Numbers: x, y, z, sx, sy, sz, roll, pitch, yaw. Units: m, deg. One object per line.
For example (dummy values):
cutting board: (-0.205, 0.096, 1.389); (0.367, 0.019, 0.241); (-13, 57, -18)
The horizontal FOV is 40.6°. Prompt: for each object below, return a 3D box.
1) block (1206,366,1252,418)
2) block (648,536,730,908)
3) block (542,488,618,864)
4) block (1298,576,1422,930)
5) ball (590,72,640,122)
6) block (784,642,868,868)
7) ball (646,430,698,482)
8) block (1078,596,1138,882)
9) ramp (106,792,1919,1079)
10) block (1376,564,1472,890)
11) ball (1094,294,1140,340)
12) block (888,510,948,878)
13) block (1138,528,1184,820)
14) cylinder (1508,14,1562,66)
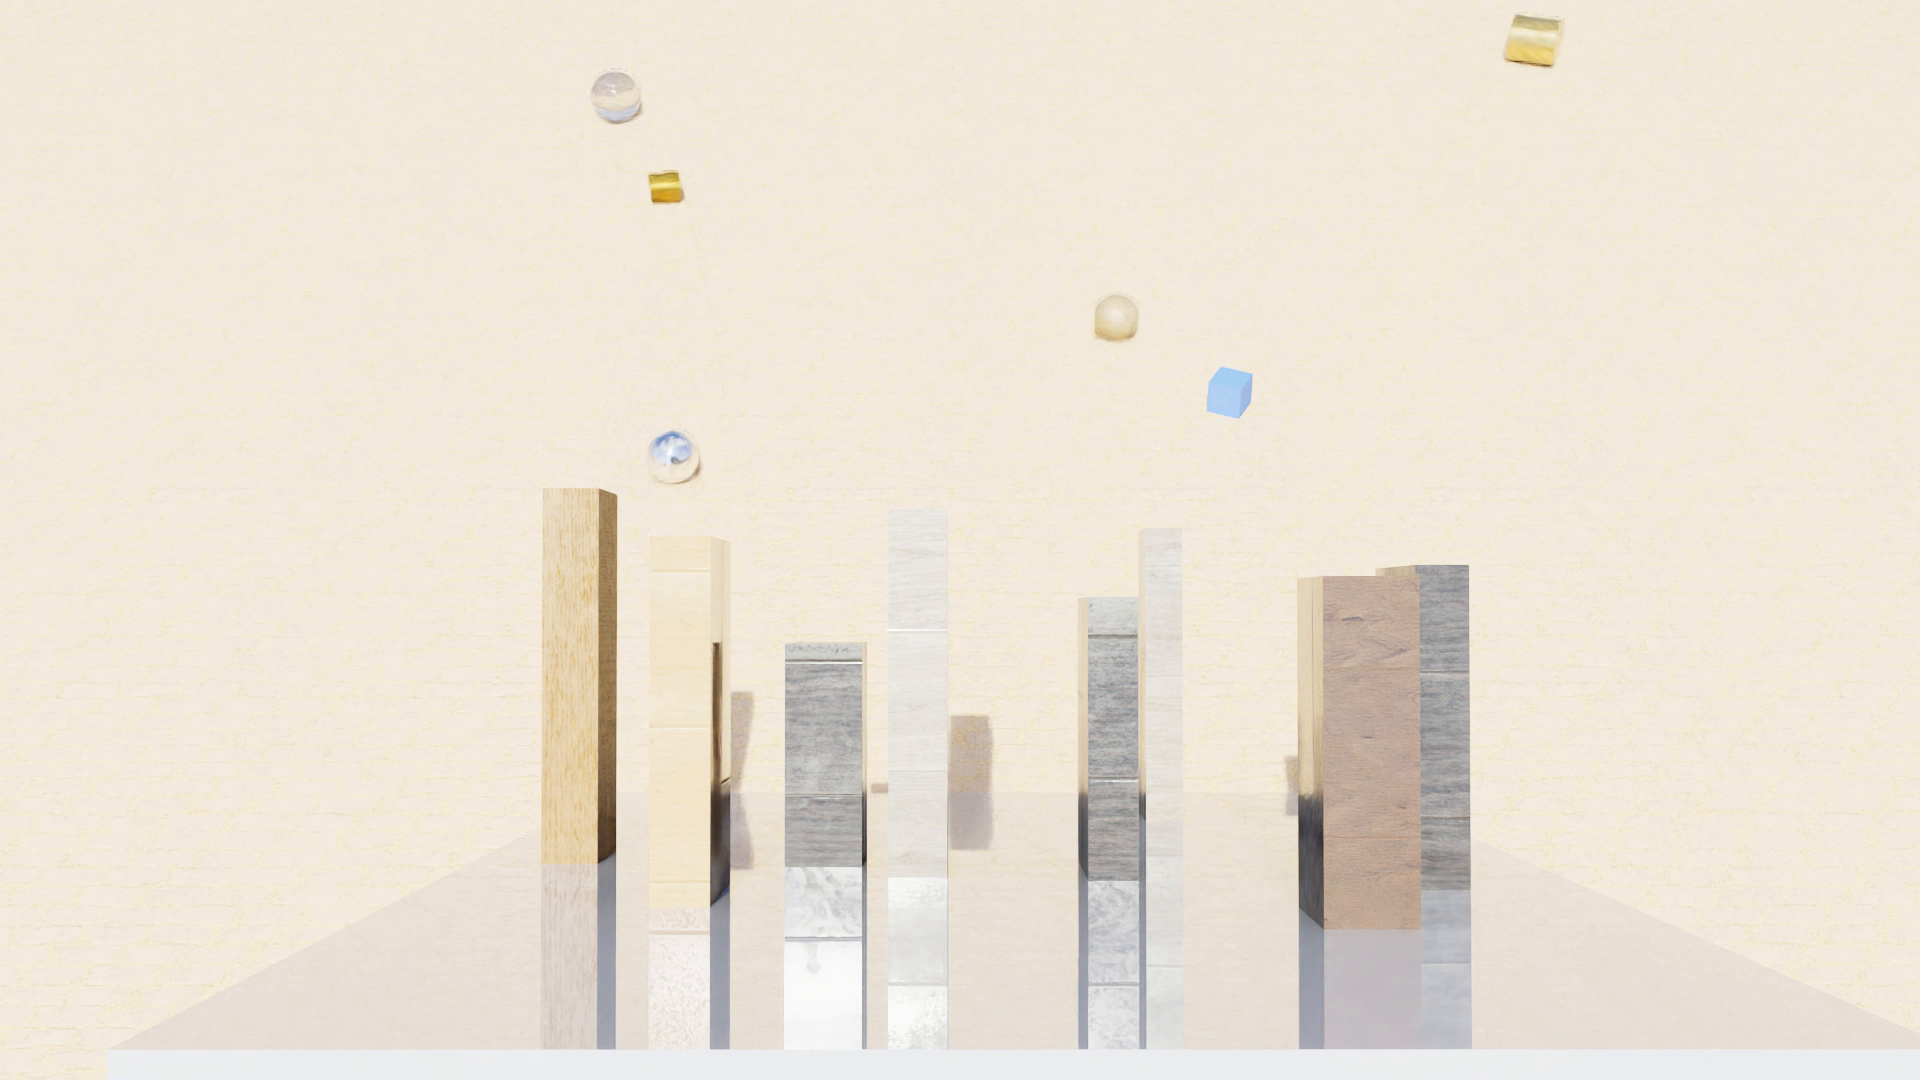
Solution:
block: (0.886, -0.484, 8.528); (0.112, 0.112, 0.112); (15, 37, 21)
block: (-0.450, 0.296, 4.359); (0.098, 0.596, 0.371); (0, -2, 0)
block: (-0.734, 0.259, 5.023); (0.106, 0.707, 0.271); (0, -2, 0)
block: (0.615, 0.321, 4.025); (0.145, 0.528, 0.293); (0, -2, 0)
ball: (-1.368, -1.763, 10.320); (0.198, 0.198, 0.198); (0, 34, 0)
block: (-0.254, 0.404, 4.959); (0.143, 0.415, 0.274); (0, -2, 0)
ball: (-0.904, -0.262, 8.156); (0.165, 0.165, 0.165); (0, 34, 0)
block: (0.270, 0.356, 4.768); (0.089, 0.500, 0.389); (0, -2, 0)
ramp: (0.076, 0.657, 4.809); (2.000, 0.100, 4.000); (0, -2, 0)
block: (0.824, 0.325, 4.640); (0.092, 0.554, 0.427); (0, -2, 0)
ball: (0.536, -0.761, 8.893); (0.157, 0.157, 0.157); (0, 34, 0)
block: (-0.075, 0.279, 4.823); (0.105, 0.657, 0.372); (0, -2, 0)
block: (0.464, 0.308, 6.017); (0.084, 0.664, 0.242); (0, -2, 0)
cylinder: (2.388, -2.076, 10.784); (0.189, 0.189, 0.189); (12, 36, 18)
